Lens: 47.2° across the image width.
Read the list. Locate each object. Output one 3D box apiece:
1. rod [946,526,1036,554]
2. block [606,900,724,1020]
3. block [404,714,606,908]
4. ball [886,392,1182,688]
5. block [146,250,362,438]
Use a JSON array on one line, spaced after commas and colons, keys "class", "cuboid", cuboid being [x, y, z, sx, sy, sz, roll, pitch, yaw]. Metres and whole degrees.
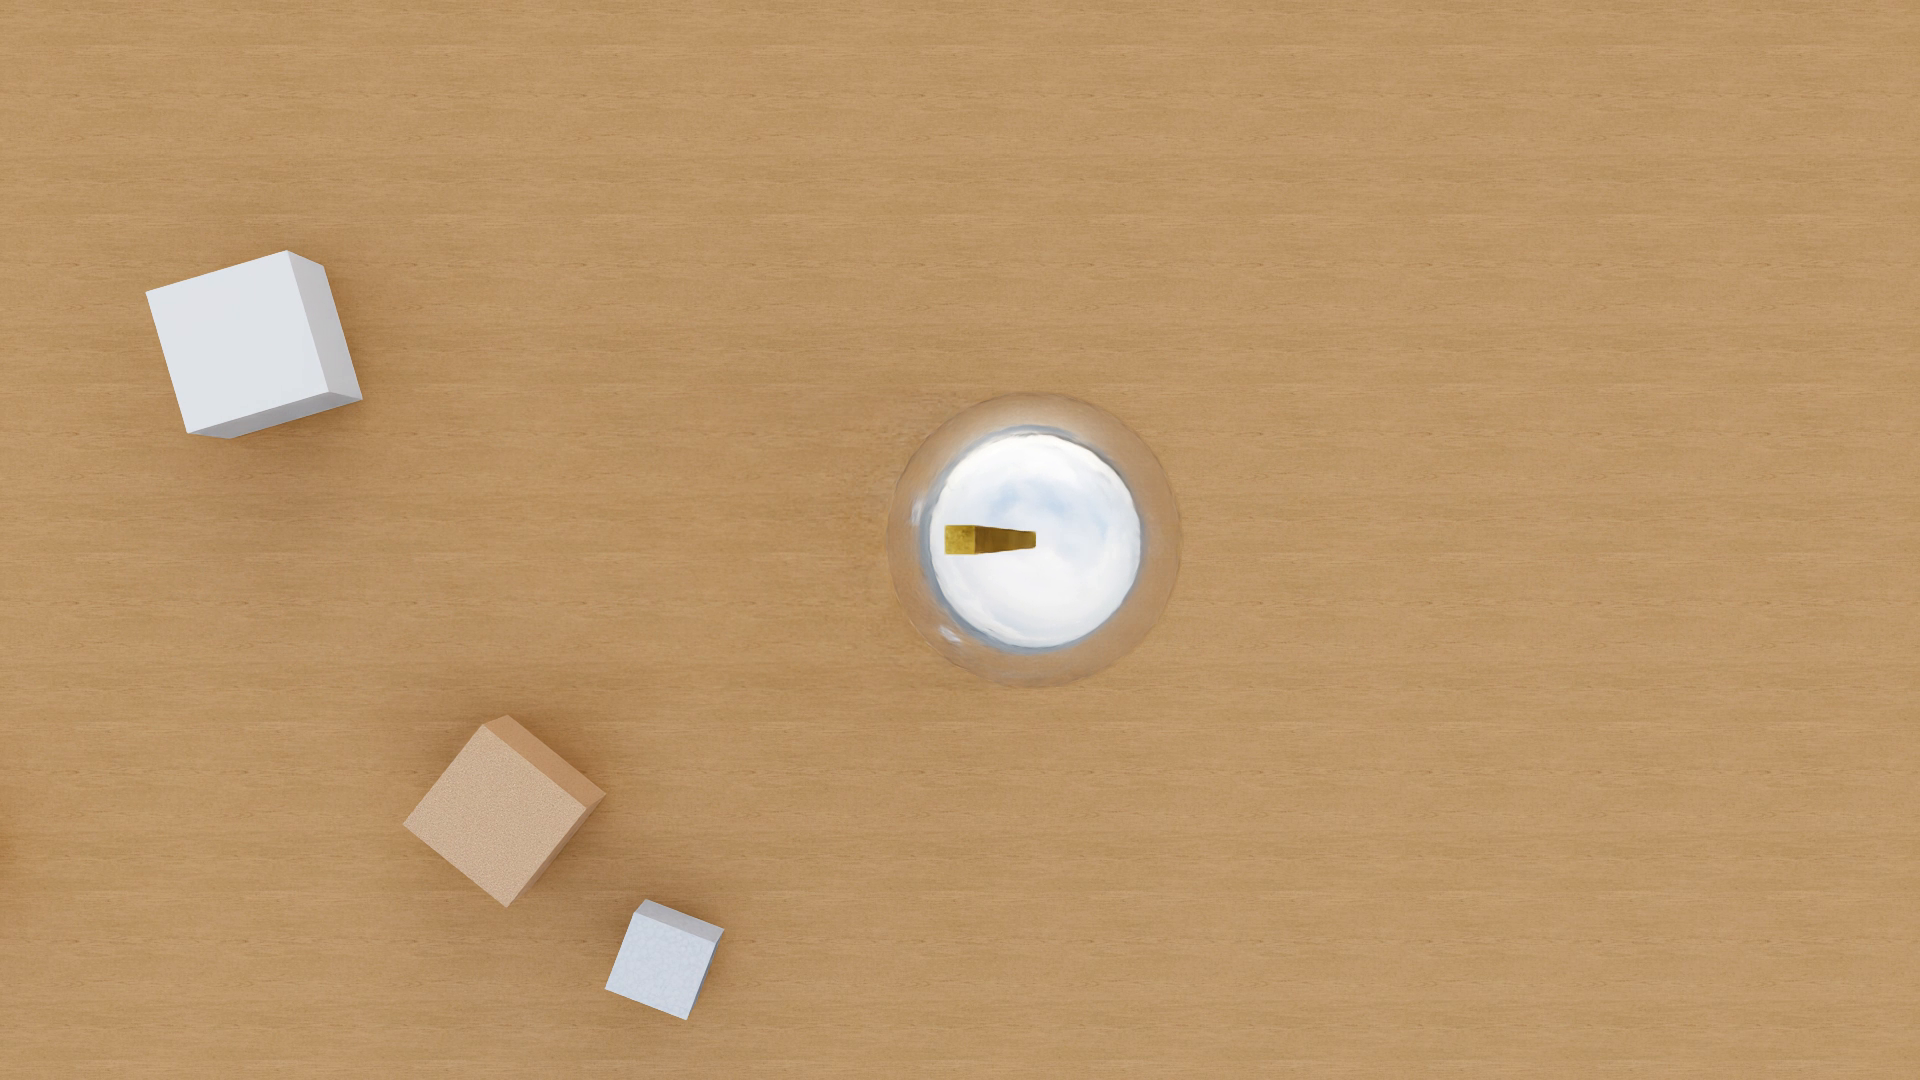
[{"class": "rod", "cuboid": [0.172, 0.000, 8.489, 0.080, 5.200, 0.080, 0, 90, 4]}, {"class": "block", "cuboid": [-1.708, 2.429, 12.768, 0.498, 0.465, 0.468, 21, 90, 0]}, {"class": "block", "cuboid": [-2.606, 1.546, 12.654, 0.749, 0.692, 0.716, 39, 90, 0]}, {"class": "ball", "cuboid": [0.396, 0.000, 11.882, 1.600, 1.600, 1.600, 0, 90, 0]}, {"class": "block", "cuboid": [-4.041, -1.109, 12.646, 0.824, 0.708, 0.823, -16, 90, 0]}]
